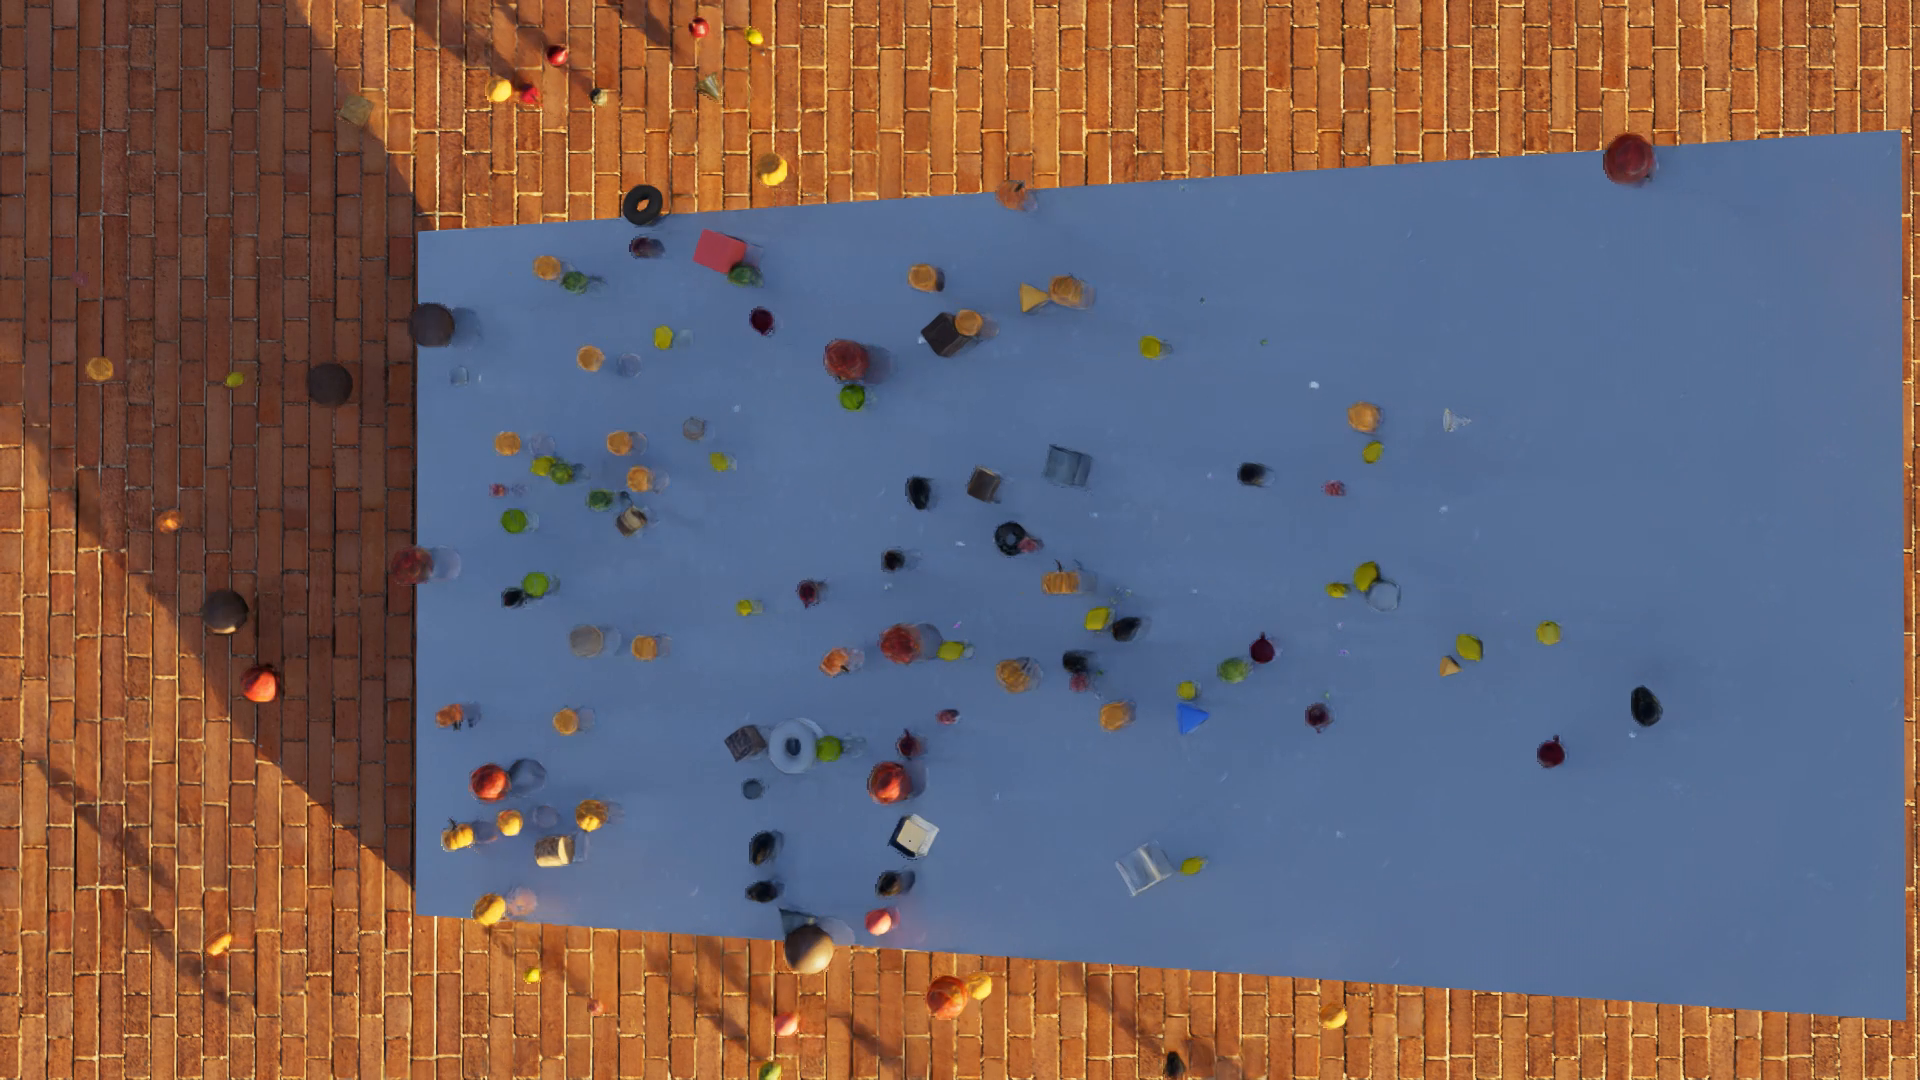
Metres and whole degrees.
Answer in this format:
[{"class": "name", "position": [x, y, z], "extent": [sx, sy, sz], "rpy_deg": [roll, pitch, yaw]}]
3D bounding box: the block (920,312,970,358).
[{"class": "block", "position": [-0.037, -0.538, 5.772], "extent": [0.080, 0.080, 0.080], "rpy_deg": [-40, 76, 17]}]

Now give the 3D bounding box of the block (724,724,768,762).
[{"class": "block", "position": [-0.583, 0.553, 5.985], "extent": [0.071, 0.071, 0.071], "rpy_deg": [-37, 76, 18]}]

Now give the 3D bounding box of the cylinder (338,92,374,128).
[{"class": "cylinder", "position": [-1.782, -1.271, 6.497], "extent": [0.079, 0.079, 0.079], "rpy_deg": [27, 90, 0]}]

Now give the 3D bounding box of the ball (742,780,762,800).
[{"class": "ball", "position": [-0.566, 0.681, 5.985], "extent": [0.054, 0.054, 0.054], "rpy_deg": [0, 89, 0]}]

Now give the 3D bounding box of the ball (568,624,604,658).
[{"class": "ball", "position": [-1.048, 0.284, 6.163], "extent": [0.096, 0.096, 0.096], "rpy_deg": [0, 89, 0]}]

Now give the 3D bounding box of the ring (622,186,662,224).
[{"class": "ring", "position": [-0.888, -0.938, 6.155], "extent": [0.121, 0.040, 0.121], "rpy_deg": [-7, 68, 19]}]

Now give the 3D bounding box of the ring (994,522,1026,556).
[{"class": "ring", "position": [0.130, -0.002, 5.725], "extent": [0.089, 0.030, 0.089], "rpy_deg": [-1, 88, 21]}]

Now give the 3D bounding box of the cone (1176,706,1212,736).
[{"class": "cone", "position": [0.593, 0.444, 5.527], "extent": [0.083, 0.083, 0.083], "rpy_deg": [-16, 89, 11]}]

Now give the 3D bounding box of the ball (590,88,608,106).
[{"class": "ball", "position": [-1.071, -1.314, 6.521], "extent": [0.052, 0.052, 0.052], "rpy_deg": [0, 89, 0]}]

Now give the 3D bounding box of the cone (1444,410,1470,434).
[{"class": "cone", "position": [1.202, -0.286, 5.295], "extent": [0.059, 0.059, 0.059], "rpy_deg": [-2, 89, -5]}]

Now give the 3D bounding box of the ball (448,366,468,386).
[{"class": "ball", "position": [-1.449, -0.473, 6.356], "extent": [0.058, 0.058, 0.058], "rpy_deg": [0, 89, 0]}]

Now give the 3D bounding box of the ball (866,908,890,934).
[{"class": "ball", "position": [-0.218, 1.013, 5.833], "extent": [0.067, 0.067, 0.067], "rpy_deg": [0, 89, 0]}]

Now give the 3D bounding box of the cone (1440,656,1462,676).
[{"class": "cone", "position": [1.188, 0.309, 5.295], "extent": [0.050, 0.050, 0.050], "rpy_deg": [11, 89, -5]}]

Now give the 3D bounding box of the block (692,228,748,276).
[{"class": "block", "position": [-0.657, -0.787, 6.019], "extent": [0.094, 0.094, 0.094], "rpy_deg": [24, 98, 21]}]

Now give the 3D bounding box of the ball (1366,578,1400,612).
[{"class": "ball", "position": [1.027, 0.134, 5.331], "extent": [0.081, 0.081, 0.081], "rpy_deg": [0, 89, 0]}]

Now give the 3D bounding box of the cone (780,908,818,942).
[{"class": "cone", "position": [-0.429, 1.028, 5.931], "extent": [0.095, 0.095, 0.095], "rpy_deg": [-14, 89, -6]}]

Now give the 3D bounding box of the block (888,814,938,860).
[{"class": "block", "position": [-0.123, 0.779, 5.789], "extent": [0.082, 0.082, 0.082], "rpy_deg": [29, 100, 20]}]

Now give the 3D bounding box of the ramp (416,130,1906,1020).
[{"class": "ramp", "position": [0.283, 0.086, 5.731], "extent": [4.000, 0.100, 2.000], "rpy_deg": [0, 89, 22]}]

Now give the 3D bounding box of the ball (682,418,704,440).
[{"class": "ball", "position": [-0.735, -0.304, 6.062], "extent": [0.062, 0.062, 0.062], "rpy_deg": [0, 89, 0]}]

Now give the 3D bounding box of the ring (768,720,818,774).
[{"class": "ring", "position": [-0.450, 0.558, 5.943], "extent": [0.149, 0.050, 0.149], "rpy_deg": [0, 90, 21]}]

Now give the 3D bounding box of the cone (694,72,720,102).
[{"class": "cone", "position": [-0.732, -1.331, 6.506], "extent": [0.081, 0.081, 0.081], "rpy_deg": [-33, 105, 0]}]

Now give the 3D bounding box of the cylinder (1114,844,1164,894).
[{"class": "cylinder", "position": [0.453, 0.832, 5.548], "extent": [0.092, 0.092, 0.092], "rpy_deg": [-30, 78, 0]}]

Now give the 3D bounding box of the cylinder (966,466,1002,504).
[{"class": "cylinder", "position": [0.063, -0.144, 5.730], "extent": [0.073, 0.073, 0.073], "rpy_deg": [29, 87, 0]}]

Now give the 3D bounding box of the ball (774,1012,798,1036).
[{"class": "ball", "position": [-0.513, 1.425, 6.478], "extent": [0.070, 0.070, 0.070], "rpy_deg": [0, 89, 0]}]

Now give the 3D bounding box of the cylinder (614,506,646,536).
[{"class": "cylinder", "position": [-0.919, -0.052, 6.132], "extent": [0.063, 0.063, 0.063], "rpy_deg": [-35, 89, 19]}]
